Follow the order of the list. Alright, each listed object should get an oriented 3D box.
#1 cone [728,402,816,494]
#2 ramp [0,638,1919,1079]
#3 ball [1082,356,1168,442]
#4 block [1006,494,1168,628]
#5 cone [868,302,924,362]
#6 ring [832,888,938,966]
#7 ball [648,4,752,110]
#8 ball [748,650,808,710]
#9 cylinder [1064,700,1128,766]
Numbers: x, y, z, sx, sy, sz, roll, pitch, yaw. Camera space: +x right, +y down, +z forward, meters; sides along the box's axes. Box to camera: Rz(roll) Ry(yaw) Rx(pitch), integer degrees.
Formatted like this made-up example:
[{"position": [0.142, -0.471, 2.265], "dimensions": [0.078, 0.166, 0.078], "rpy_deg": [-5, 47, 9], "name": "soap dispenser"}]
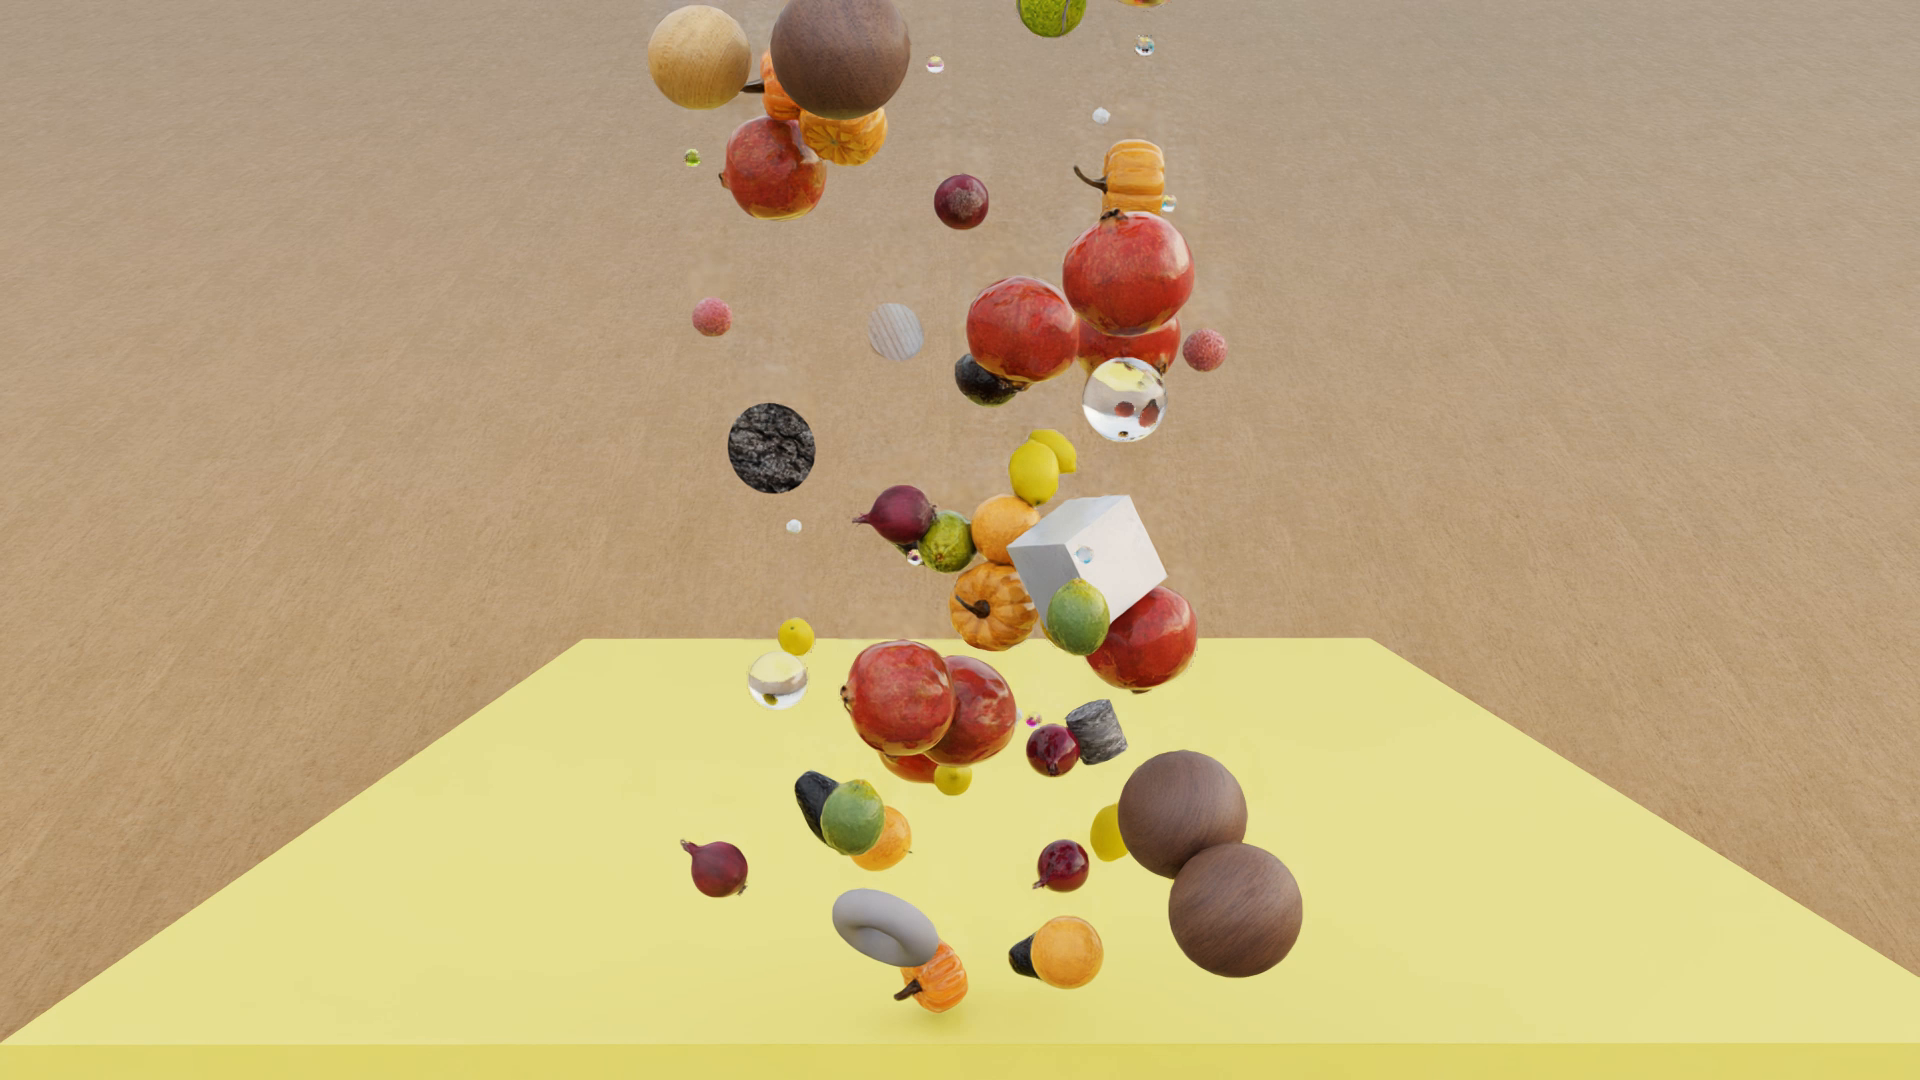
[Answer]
[{"position": [-0.173, -0.097, 2.551], "dimensions": [0.090, 0.090, 0.090], "rpy_deg": [5, 12, 14], "name": "cone"}, {"position": [0.047, 0.424, 4.534], "dimensions": [2.000, 0.100, 4.000], "rpy_deg": [0, 4, 0], "name": "ramp"}, {"position": [0.150, -0.128, 2.332], "dimensions": [0.078, 0.078, 0.078], "rpy_deg": [0, 20, 0], "name": "ball"}, {"position": [0.122, 0.021, 2.469], "dimensions": [0.092, 0.092, 0.092], "rpy_deg": [-37, 19, -31], "name": "block"}, {"position": [-0.076, -0.199, 2.573], "dimensions": [0.061, 0.061, 0.061], "rpy_deg": [-11, -9, -27], "name": "cone"}, {"position": [-0.074, 0.383, 2.537], "dimensions": [0.112, 0.112, 0.037], "rpy_deg": [10, 56, 25], "name": "ring"}, {"position": [-0.245, -0.454, 2.418], "dimensions": [0.098, 0.098, 0.098], "rpy_deg": [0, 20, 0], "name": "ball"}, {"position": [-0.198, 0.153, 2.793], "dimensions": [0.065, 0.065, 0.065], "rpy_deg": [0, 20, 0], "name": "ball"}, {"position": [0.150, 0.211, 2.824], "dimensions": [0.054, 0.054, 0.054], "rpy_deg": [-22, 11, 5], "name": "cylinder"}]
